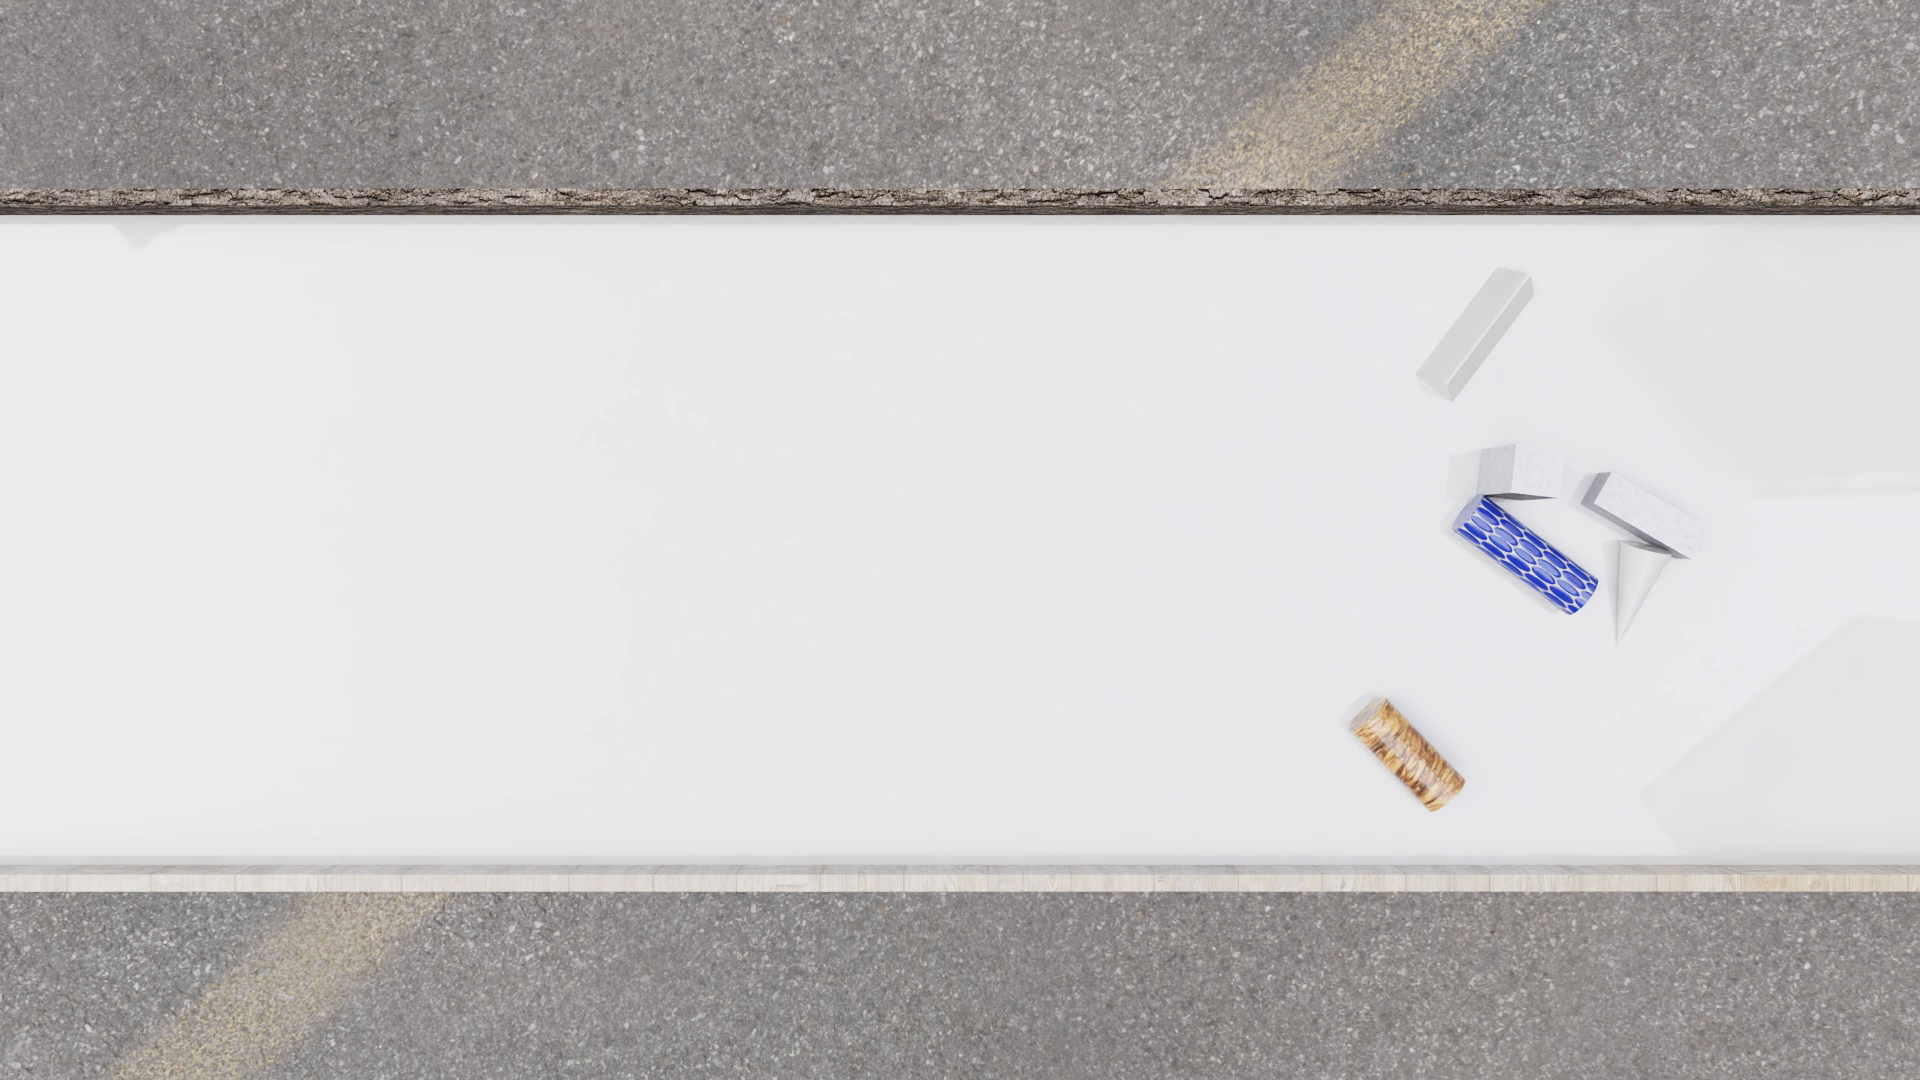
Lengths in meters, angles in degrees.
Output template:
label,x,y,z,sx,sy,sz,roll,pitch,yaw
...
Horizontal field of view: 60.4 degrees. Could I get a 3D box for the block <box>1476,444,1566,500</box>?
label,x,y,z,sx,sy,sz,roll,pitch,yaw
block,1.667,-0.200,4.916,0.142,0.322,0.142,6,90,0

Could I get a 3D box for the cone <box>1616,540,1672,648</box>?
label,x,y,z,sx,sy,sz,roll,pitch,yaw
cone,2.051,0.178,5.040,0.149,0.149,0.328,11,103,0

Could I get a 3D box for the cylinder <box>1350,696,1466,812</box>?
label,x,y,z,sx,sy,sz,roll,pitch,yaw
cylinder,1.356,0.649,5.003,0.148,0.148,0.344,-44,90,0

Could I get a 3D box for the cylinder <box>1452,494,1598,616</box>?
label,x,y,z,sx,sy,sz,roll,pitch,yaw
cylinder,1.714,0.043,5.006,0.432,0.141,0.141,36,90,0

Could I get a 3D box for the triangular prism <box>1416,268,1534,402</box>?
label,x,y,z,sx,sy,sz,roll,pitch,yaw
triangular prism,1.584,-0.632,5.014,0.137,0.119,0.416,37,90,0

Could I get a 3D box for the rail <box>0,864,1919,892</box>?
label,x,y,z,sx,sy,sz,roll,pitch,yaw
rail,-2.247,1.025,5.001,12.000,0.150,0.050,0,90,0

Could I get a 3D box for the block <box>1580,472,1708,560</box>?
label,x,y,z,sx,sy,sz,roll,pitch,yaw
block,2.083,-0.074,5.022,0.339,0.110,0.110,30,90,0

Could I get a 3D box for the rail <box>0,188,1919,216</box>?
label,x,y,z,sx,sy,sz,roll,pitch,yaw
rail,-2.247,-1.025,5.002,12.000,0.150,0.050,0,90,0
